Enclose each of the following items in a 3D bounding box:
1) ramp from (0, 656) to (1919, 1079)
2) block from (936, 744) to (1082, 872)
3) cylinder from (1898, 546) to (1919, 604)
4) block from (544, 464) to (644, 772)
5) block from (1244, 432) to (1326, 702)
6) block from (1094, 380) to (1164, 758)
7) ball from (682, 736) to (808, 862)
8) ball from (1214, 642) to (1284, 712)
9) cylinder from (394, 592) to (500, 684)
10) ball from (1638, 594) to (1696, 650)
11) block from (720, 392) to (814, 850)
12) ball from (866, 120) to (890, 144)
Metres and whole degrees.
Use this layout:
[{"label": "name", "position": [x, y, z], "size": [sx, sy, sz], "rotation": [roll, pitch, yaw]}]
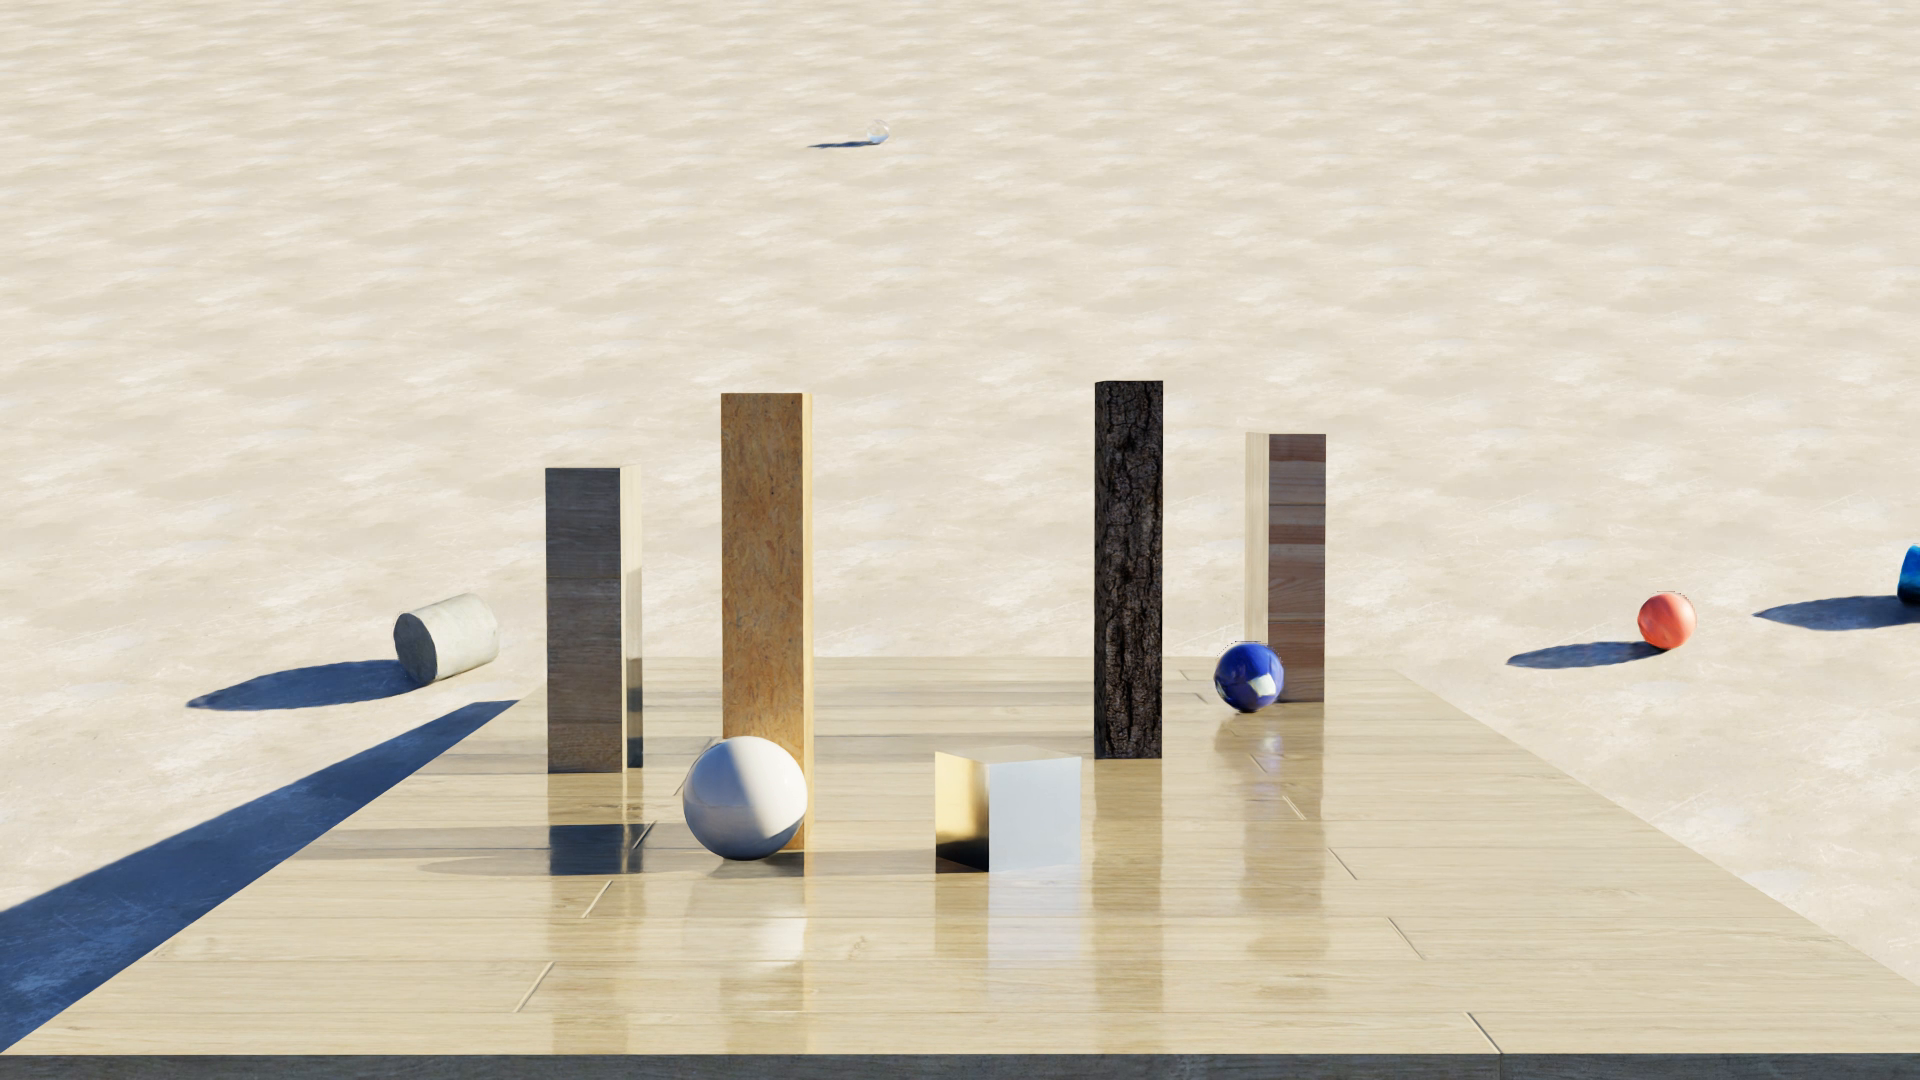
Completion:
[{"label": "ramp", "position": [0.050, 0.451, 4.532], "size": [2.000, 0.100, 4.000], "rotation": [0, 3, 0]}, {"label": "block", "position": [0.067, 0.375, 3.611], "size": [0.149, 0.149, 0.149], "rotation": [-2, 3, -30]}, {"label": "cylinder", "position": [2.678, 0.106, 7.056], "size": [0.155, 0.155, 0.155], "rotation": [14, 26, 32]}, {"label": "block", "position": [-0.652, 0.132, 4.603], "size": [0.130, 0.530, 0.293], "rotation": [0, 3, 0]}, {"label": "block", "position": [0.721, 0.049, 5.731], "size": [0.123, 0.576, 0.448], "rotation": [0, 3, 0]}, {"label": "block", "position": [0.314, 0.044, 4.828], "size": [0.102, 0.682, 0.405], "rotation": [0, 3, 0]}, {"label": "ball", "position": [-0.301, 0.362, 3.604], "size": [0.175, 0.175, 0.175], "rotation": [0, 21, 0]}, {"label": "ball", "position": [0.601, 0.285, 5.351], "size": [0.144, 0.144, 0.144], "rotation": [0, 21, 0]}, {"label": "cylinder", "position": [-1.323, 0.253, 6.629], "size": [0.192, 0.192, 0.192], "rotation": [19, 29, 40]}, {"label": "ball", "position": [1.867, 0.214, 6.792], "size": [0.147, 0.147, 0.147], "rotation": [0, 21, 0]}, {"label": "block", "position": [-0.282, 0.111, 3.803], "size": [0.117, 0.656, 0.249], "rotation": [0, 3, 0]}, {"label": "ball", "position": [-0.394, -1.970, 12.395], "size": [0.114, 0.114, 0.114], "rotation": [0, 21, 0]}]
